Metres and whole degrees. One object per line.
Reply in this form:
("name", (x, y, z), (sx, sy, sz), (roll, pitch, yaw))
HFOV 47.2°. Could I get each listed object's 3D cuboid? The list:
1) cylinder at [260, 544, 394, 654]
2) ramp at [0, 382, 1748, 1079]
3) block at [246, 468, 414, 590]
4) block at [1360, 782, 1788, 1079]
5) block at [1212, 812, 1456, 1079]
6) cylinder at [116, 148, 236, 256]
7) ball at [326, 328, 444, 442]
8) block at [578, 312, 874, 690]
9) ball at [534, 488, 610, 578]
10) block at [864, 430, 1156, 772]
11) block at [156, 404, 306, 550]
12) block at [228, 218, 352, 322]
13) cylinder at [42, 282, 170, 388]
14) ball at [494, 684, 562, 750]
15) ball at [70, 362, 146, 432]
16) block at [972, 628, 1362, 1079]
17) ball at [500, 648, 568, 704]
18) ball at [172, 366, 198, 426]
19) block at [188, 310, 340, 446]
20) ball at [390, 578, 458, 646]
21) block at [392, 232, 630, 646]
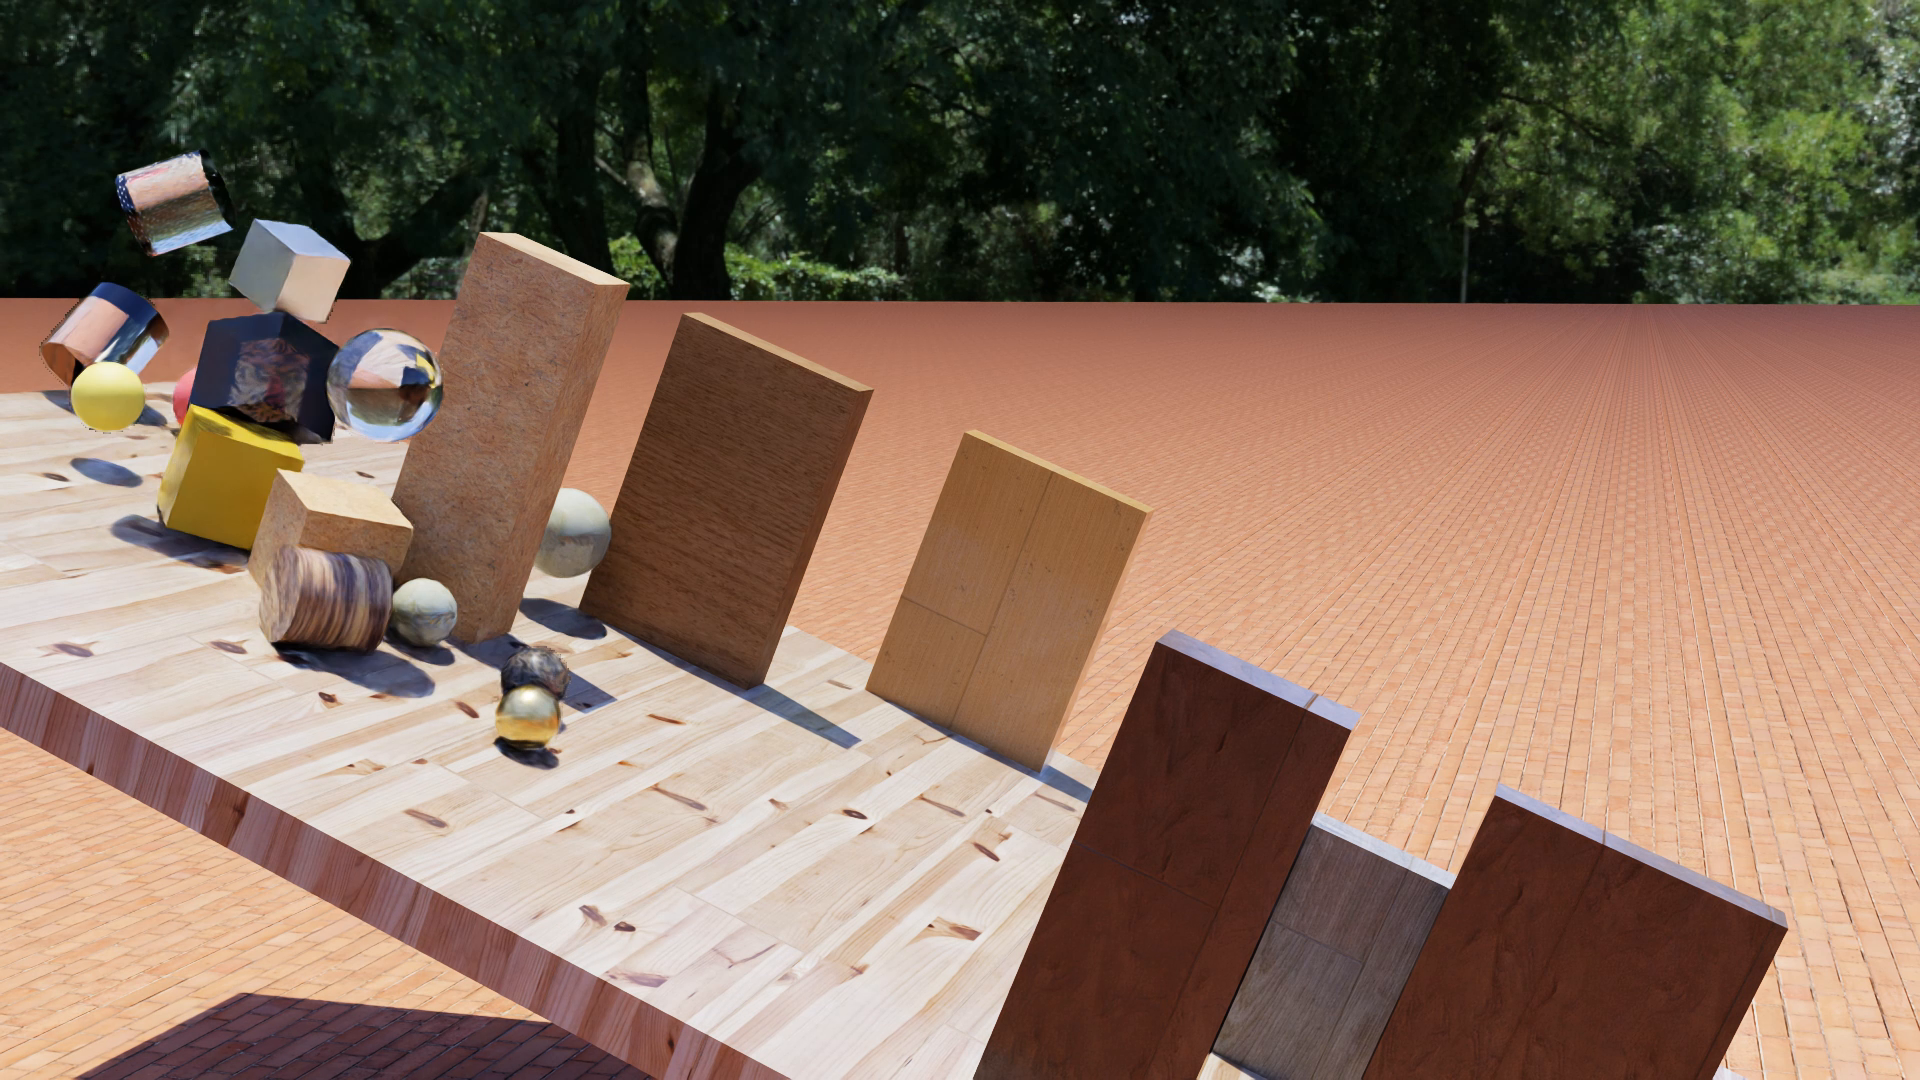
("cylinder", (-1.152, 0.109, 4.001), (0.177, 0.177, 0.177), (11, -2, -38))
("ramp", (-0.308, 0.547, 4.196), (4.000, 0.100, 2.000), (24, 13, 13))
("block", (-1.210, 0.016, 4.221), (0.210, 0.210, 0.210), (12, 16, -37))
("block", (0.860, 0.780, 3.275), (0.441, 0.715, 0.085), (24, 13, 13))
("block", (0.691, 0.749, 3.743), (0.442, 0.445, 0.090), (24, 13, 13))
("cylinder", (-1.500, -0.647, 4.211), (0.164, 0.164, 0.164), (-19, 9, -4))
("ball", (-1.043, -0.280, 3.991), (0.207, 0.207, 0.207), (0, 7, 0))
("block", (-0.504, -0.083, 4.688), (0.423, 0.689, 0.096), (24, 13, 13))
("ball", (-0.838, -0.015, 4.660), (0.194, 0.194, 0.194), (0, 7, 0))
("block", (0.106, 0.135, 4.900), (0.444, 0.635, 0.084), (24, 13, 13))
("block", (-1.446, -0.120, 4.355), (0.204, 0.204, 0.204), (18, 9, -29))
("block", (-1.376, -0.552, 4.513), (0.146, 0.146, 0.146), (37, 18, 24))
("cylinder", (-1.890, -0.436, 4.868), (0.190, 0.190, 0.190), (4, 51, 32))
("ball", (-0.768, 0.316, 3.909), (0.117, 0.117, 0.117), (0, 7, 0))
("ball", (-1.731, -0.291, 4.469), (0.141, 0.141, 0.141), (0, 7, 0))
("block", (0.294, 0.543, 3.233), (0.300, 0.761, 0.119), (24, 13, 13))
("ball", (-0.790, 0.262, 4.078), (0.126, 0.126, 0.126), (0, 7, 0))
("ball", (-1.667, -0.307, 4.904), (0.169, 0.169, 0.169), (0, 7, 0))
("block", (-1.411, -0.324, 4.494), (0.201, 0.201, 0.201), (-4, -22, 25))
("ball", (-1.025, 0.138, 4.195), (0.131, 0.131, 0.131), (0, 7, 0))
("block", (-0.918, -0.200, 4.338), (0.266, 0.759, 0.147), (24, 13, 13))
